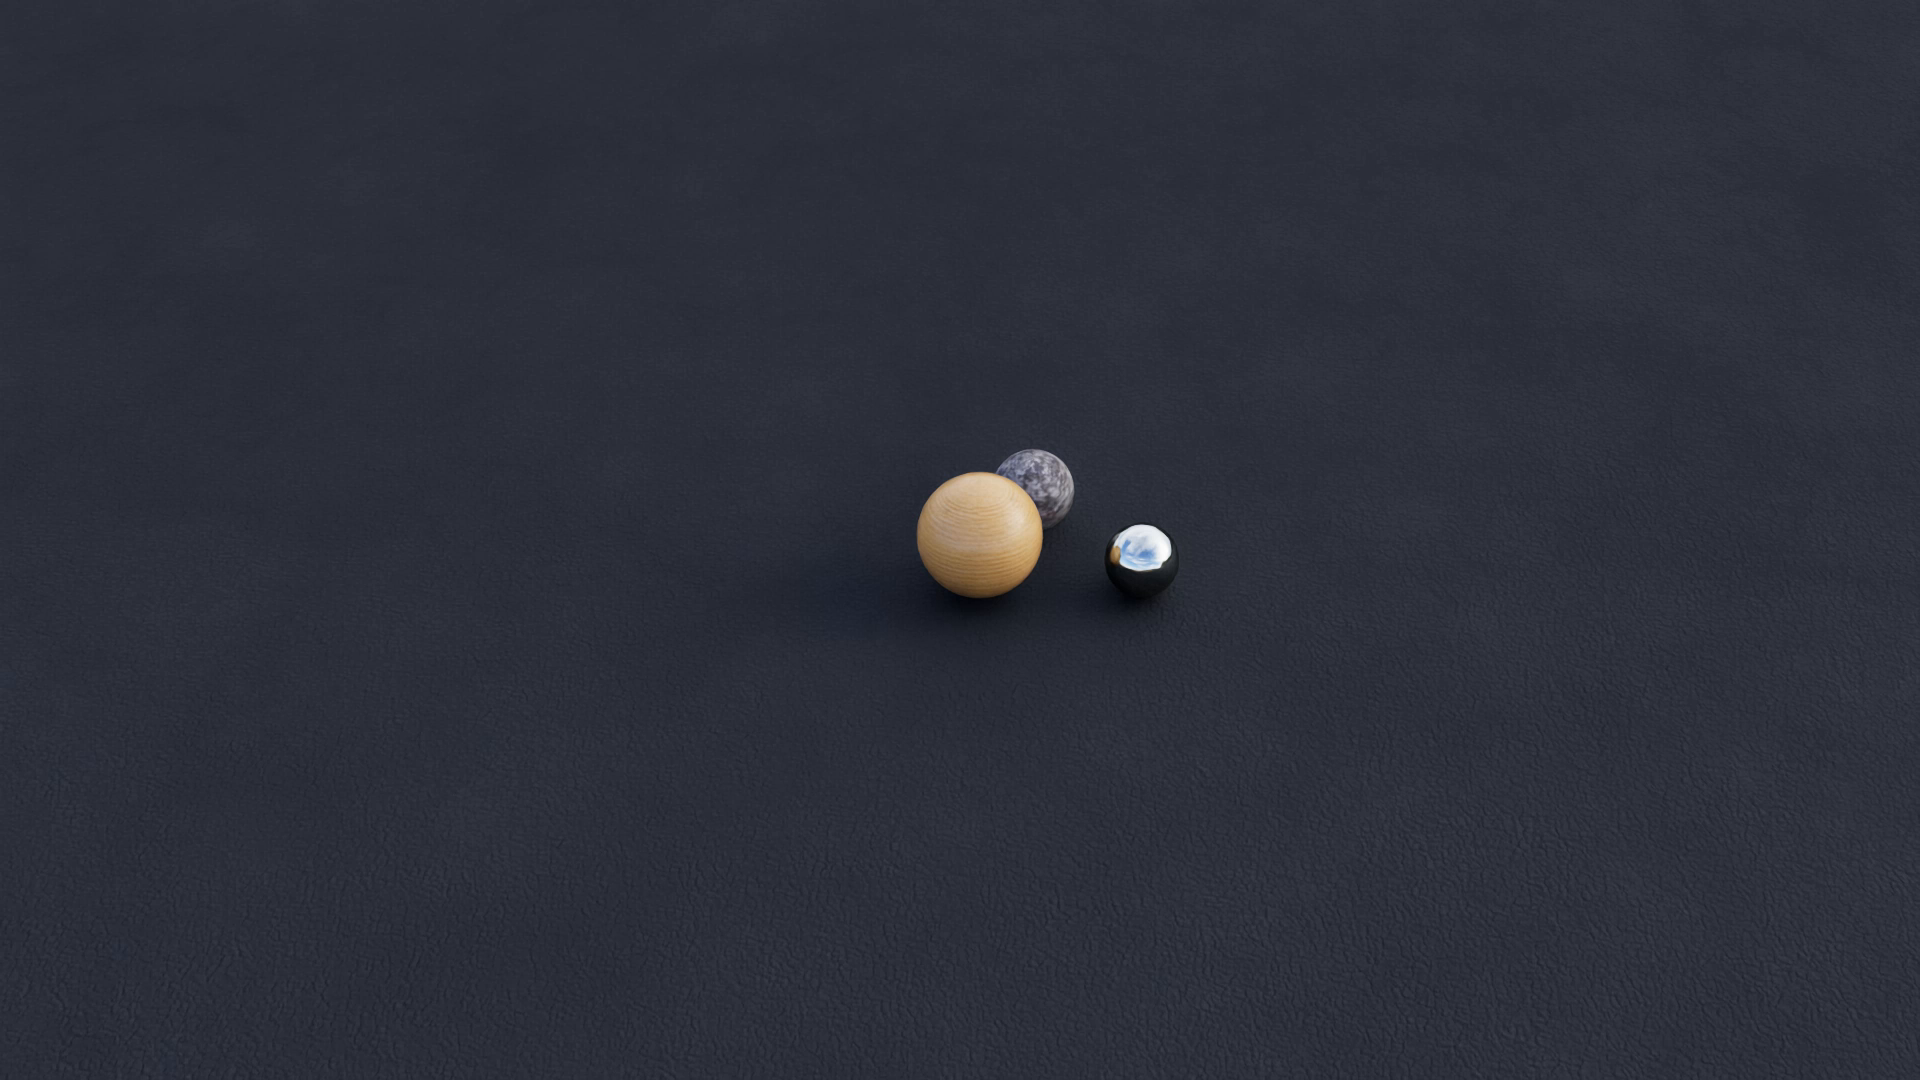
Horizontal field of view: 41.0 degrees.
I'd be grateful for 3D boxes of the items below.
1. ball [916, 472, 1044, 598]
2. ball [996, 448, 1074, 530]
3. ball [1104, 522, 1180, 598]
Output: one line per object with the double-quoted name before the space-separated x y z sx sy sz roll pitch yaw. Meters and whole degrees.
"ball" 0.012 -0.003 1.543 0.076 0.076 0.076 0 37 0
"ball" 0.046 -0.031 1.601 0.052 0.052 0.052 0 37 0
"ball" 0.110 0.012 1.549 0.046 0.046 0.046 0 37 0
